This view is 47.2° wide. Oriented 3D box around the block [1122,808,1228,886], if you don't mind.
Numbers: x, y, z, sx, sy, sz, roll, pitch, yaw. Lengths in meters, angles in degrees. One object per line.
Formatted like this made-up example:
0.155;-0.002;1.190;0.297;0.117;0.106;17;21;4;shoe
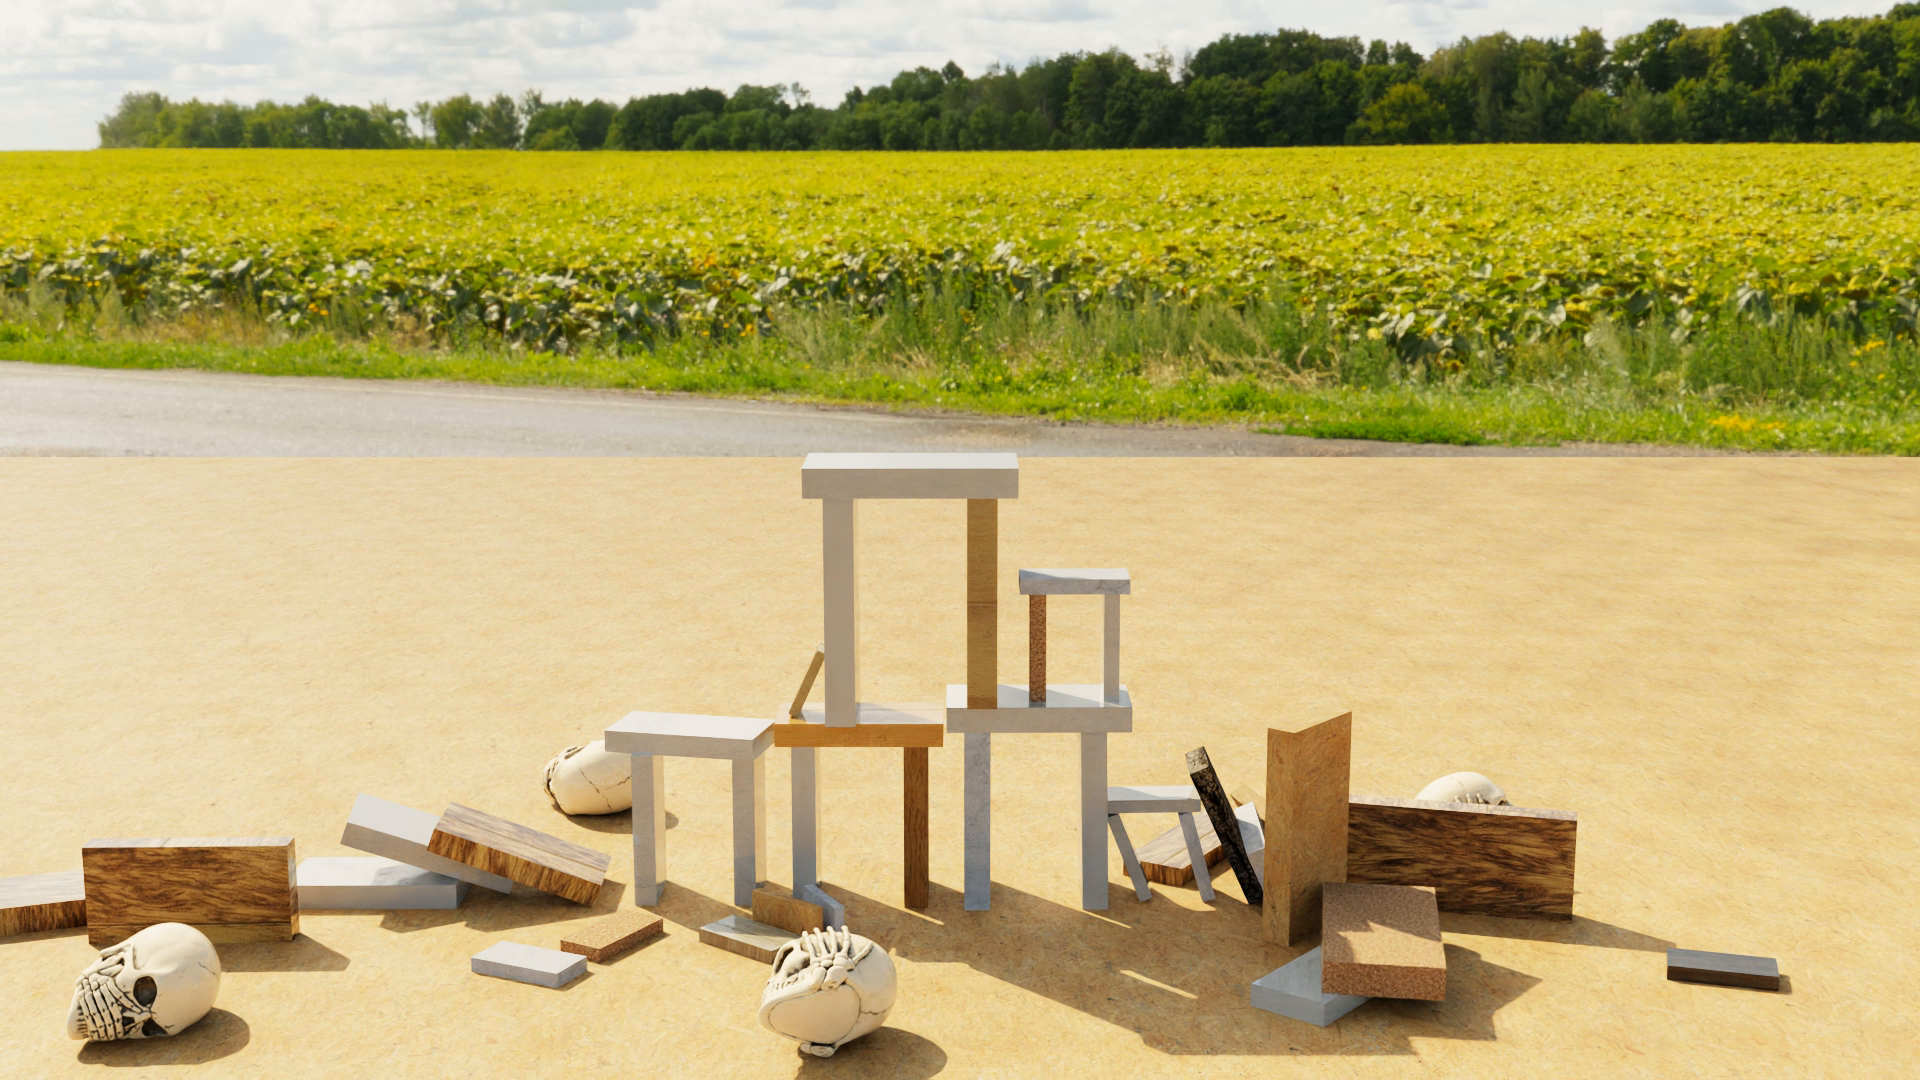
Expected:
0.412;0.538;3.864;0.112;0.032;0.325;6;12;31;block

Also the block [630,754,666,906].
-0.516;0.464;3.652;0.036;0.254;0.127;0;11;0;block

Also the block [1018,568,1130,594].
0.185;0.067;3.572;0.177;0.025;0.089;0;11;0;block

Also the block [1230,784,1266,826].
0.547;0.507;3.811;0.032;0.112;0.223;-34;17;-7;block

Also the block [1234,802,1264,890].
0.505;0.530;3.648;0.035;0.122;0.244;-24;9;6;block

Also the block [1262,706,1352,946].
0.549;0.450;3.478;0.049;0.345;0.172;9;14;39;block

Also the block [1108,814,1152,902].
0.279;0.516;3.652;0.022;0.155;0.077;-21;10;4;block

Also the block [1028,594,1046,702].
0.127;0.167;3.590;0.025;0.177;0.089;0;11;0;block

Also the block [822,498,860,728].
-0.192;0.102;3.575;0.048;0.371;0.171;0;11;0;block

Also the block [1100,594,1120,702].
0.245;0.167;3.590;0.025;0.177;0.089;0;11;0;block

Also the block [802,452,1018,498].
-0.078;-0.104;3.537;0.341;0.048;0.171;0;11;0;block

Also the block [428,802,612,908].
-0.729;0.521;3.656;0.285;0.040;0.143;20;10;-6;block

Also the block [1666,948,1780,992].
1.146;0.645;3.309;0.158;0.022;0.079;3;11;17;block

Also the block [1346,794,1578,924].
0.775;0.516;3.595;0.443;0.172;0.049;3;11;15;block

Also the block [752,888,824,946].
-0.273;0.595;3.480;0.139;0.059;0.017;9;14;39;block

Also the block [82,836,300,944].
-1.206;0.550;3.452;0.316;0.158;0.045;0;11;-2;block

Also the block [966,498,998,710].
0.036;0.087;3.572;0.048;0.341;0.171;0;11;0;block

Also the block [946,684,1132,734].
0.128;0.276;3.606;0.299;0.042;0.149;0;11;0;block

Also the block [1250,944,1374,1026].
0.547;0.650;3.249;0.122;0.035;0.244;9;14;39;block

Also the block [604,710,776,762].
-0.442;0.322;3.623;0.254;0.036;0.127;2;11;13;block

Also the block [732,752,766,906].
-0.349;0.464;3.652;0.036;0.254;0.127;1;11;3;block

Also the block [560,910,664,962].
-0.545;0.620;3.447;0.078;0.022;0.157;6;12;30;block

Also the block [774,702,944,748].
-0.163;0.303;3.615;0.273;0.039;0.136;0;11;0;block

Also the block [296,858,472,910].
-0.965;0.571;3.663;0.285;0.040;0.143;0;11;0;block

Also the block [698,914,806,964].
-0.324;0.623;3.431;0.157;0.022;0.078;8;13;38;block

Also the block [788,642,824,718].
-0.248;0.229;3.599;0.017;0.117;0.059;24;10;-4;block

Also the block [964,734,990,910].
0.028;0.444;3.638;0.042;0.299;0.149;0;11;0;block

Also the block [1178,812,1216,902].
0.390;0.514;3.651;0.022;0.155;0.077;-15;10;3;block

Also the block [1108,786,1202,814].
0.318;0.429;3.636;0.155;0.022;0.077;-1;11;1;block

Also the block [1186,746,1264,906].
0.442;0.473;3.653;0.035;0.244;0.122;-24;9;6;block

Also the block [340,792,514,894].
-0.879;0.505;3.671;0.285;0.040;0.143;19;10;-12;block

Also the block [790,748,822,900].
-0.254;0.456;3.643;0.039;0.273;0.136;0;11;0;block

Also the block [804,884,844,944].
-0.216;0.593;3.492;0.017;0.058;0.117;-6;12;-28;block

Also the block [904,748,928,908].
-0.072;0.456;3.643;0.039;0.273;0.136;0;11;0;block

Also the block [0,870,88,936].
-1.424;0.582;3.589;0.316;0.045;0.158;-4;11;-20;block

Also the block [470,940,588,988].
-0.652;0.642;3.330;0.157;0.022;0.078;5;12;24;block

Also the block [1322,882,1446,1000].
0.632;0.598;3.303;0.172;0.049;0.345;2;11;9;block

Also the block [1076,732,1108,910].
0.219;0.443;3.638;0.042;0.299;0.149;-1;11;0;block
